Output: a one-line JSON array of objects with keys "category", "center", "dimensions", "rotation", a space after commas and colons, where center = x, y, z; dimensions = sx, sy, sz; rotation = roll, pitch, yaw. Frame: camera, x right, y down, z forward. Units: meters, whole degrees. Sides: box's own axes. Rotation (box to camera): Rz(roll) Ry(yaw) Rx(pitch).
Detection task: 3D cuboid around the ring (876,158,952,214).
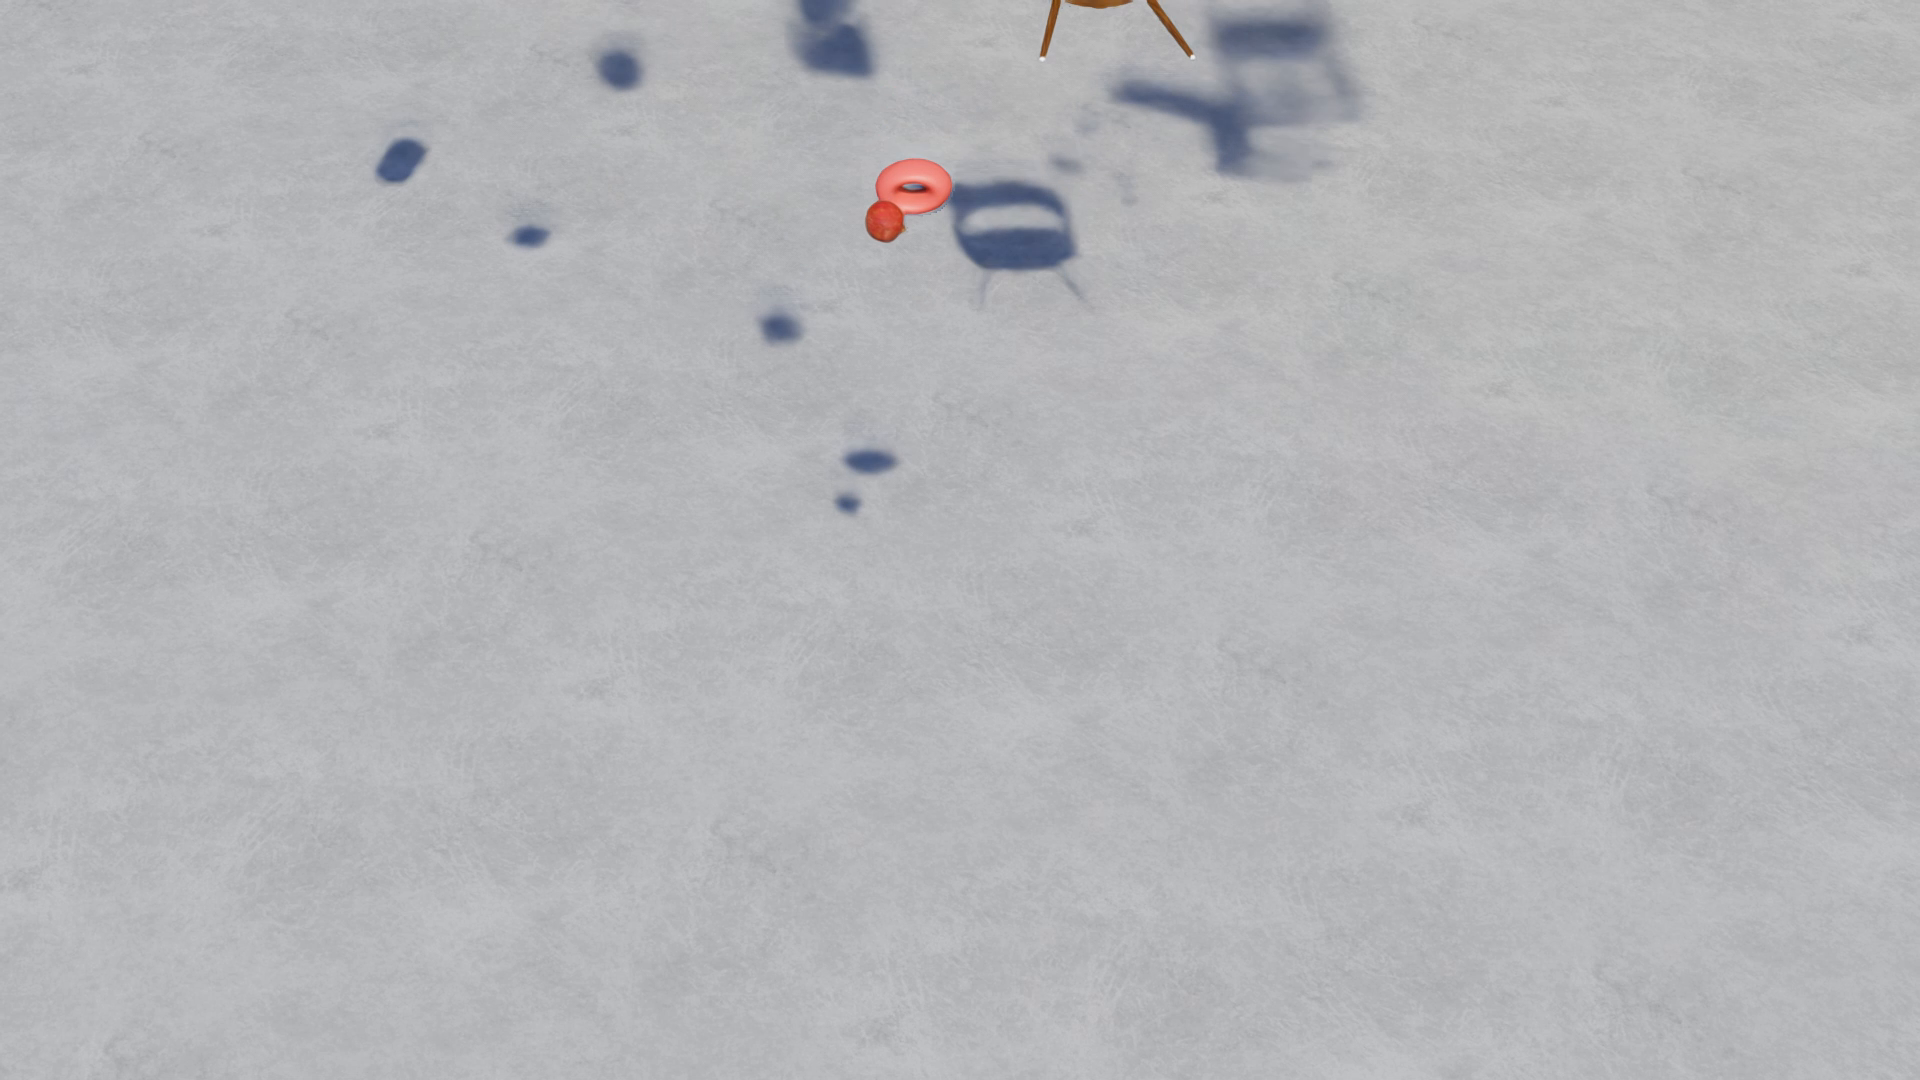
[{"category": "ring", "center": [-0.130, -0.994, 8.243], "dimensions": [0.217, 0.150, 0.111], "rotation": [-2, 37, 4]}]
